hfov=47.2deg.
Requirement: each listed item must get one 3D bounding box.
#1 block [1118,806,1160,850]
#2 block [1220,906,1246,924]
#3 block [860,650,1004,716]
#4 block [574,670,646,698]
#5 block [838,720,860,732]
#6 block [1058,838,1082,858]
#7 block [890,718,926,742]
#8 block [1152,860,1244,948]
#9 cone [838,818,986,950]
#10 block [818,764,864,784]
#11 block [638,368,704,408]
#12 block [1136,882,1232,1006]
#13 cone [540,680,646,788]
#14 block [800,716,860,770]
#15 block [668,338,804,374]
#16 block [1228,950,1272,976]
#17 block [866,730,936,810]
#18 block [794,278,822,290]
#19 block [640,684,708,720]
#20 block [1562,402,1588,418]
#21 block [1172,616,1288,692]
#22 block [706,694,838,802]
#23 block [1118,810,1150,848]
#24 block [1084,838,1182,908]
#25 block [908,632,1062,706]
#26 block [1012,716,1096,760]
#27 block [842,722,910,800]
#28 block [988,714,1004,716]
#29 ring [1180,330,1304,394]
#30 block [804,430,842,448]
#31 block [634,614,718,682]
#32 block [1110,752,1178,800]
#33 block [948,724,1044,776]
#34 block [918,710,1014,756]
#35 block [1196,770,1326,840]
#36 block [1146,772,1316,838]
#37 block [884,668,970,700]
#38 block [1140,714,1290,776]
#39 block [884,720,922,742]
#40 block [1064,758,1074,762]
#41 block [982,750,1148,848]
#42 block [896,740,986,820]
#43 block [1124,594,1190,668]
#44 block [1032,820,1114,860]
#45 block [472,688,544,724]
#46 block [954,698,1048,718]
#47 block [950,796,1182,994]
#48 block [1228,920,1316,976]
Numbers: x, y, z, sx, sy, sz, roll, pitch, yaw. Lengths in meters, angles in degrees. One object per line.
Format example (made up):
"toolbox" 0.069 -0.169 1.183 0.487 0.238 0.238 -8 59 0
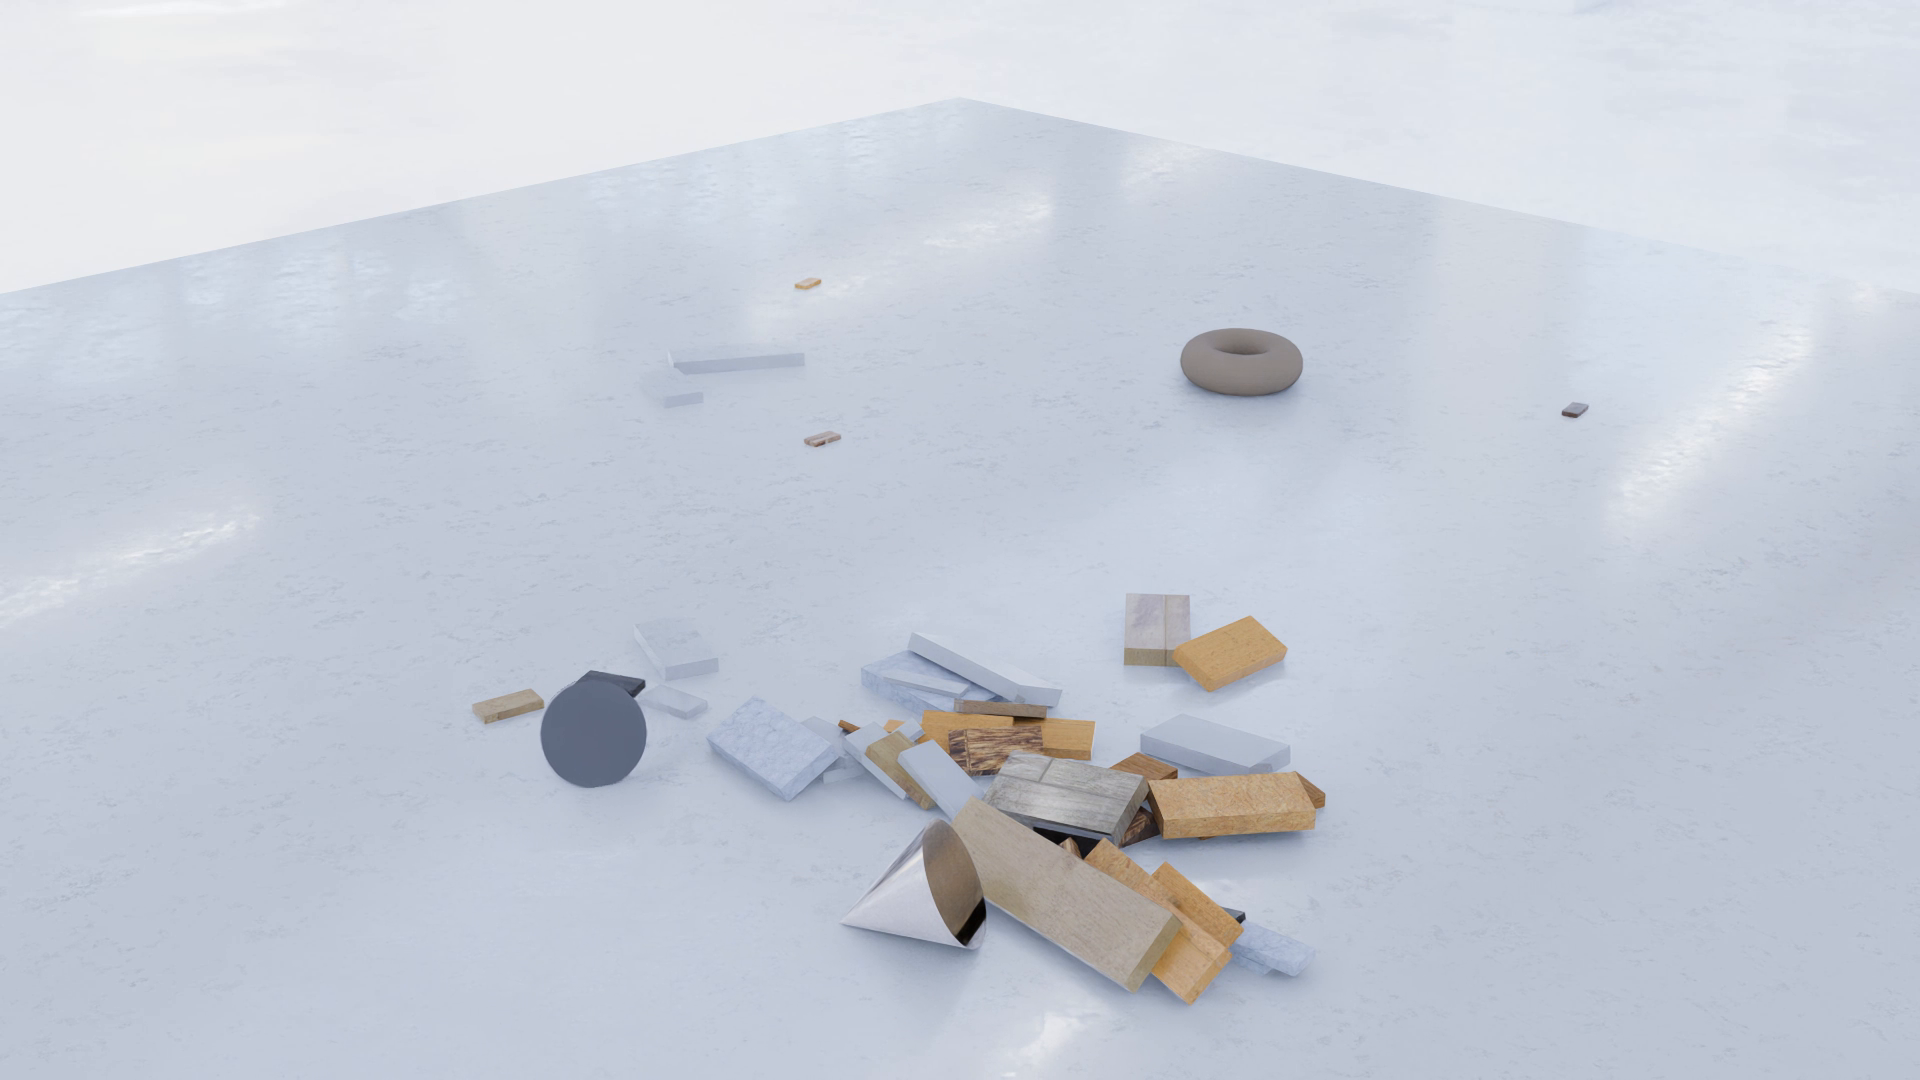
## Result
"block" 0.299 0.548 4.430 0.107 0.030 0.213 -15 27 -30
"block" 0.445 0.696 4.051 0.149 0.021 0.074 5 20 45
"block" -0.064 0.333 4.921 0.154 0.044 0.308 -19 30 -38
"block" -0.789 0.328 4.963 0.140 0.020 0.070 8 24 19
"block" -0.207 0.412 4.690 0.054 0.015 0.109 19 -8 38
"block" 0.200 0.637 4.152 0.079 0.022 0.157 -35 30 10
"block" -0.131 0.426 4.673 0.109 0.015 0.054 -36 31 -7
"block" 0.406 0.689 4.014 0.116 0.033 0.231 -45 35 -7
"cone" -0.118 0.668 4.044 0.247 0.247 0.247 -22 17 18
"block" -0.284 0.454 4.657 0.093 0.026 0.186 -11 25 -25
"block" -0.899 -0.473 6.830 0.126 0.036 0.253 -11 25 -23
"block" 0.367 0.717 3.921 0.116 0.033 0.231 -48 43 -7
"cone" -0.796 0.412 4.663 0.222 0.222 0.222 -9 -2 -20
"block" -0.275 0.428 4.650 0.186 0.026 0.093 19 29 37
"block" -0.723 -0.592 7.099 0.422 0.044 0.154 -6 24 -13
"block" 0.510 0.739 3.992 0.149 0.021 0.074 20 30 39
"block" -0.098 0.473 4.523 0.185 0.026 0.092 40 40 26
"block" -0.547 -0.924 7.921 0.050 0.014 0.100 13 26 27
"block" -0.637 0.360 4.887 0.140 0.020 0.070 15 27 32
"block" 1.866 -0.394 6.673 0.050 0.014 0.100 15 27 31
"block" 0.621 0.260 5.049 0.253 0.036 0.126 -19 50 -38
"block" -0.396 0.434 4.612 0.143 0.041 0.286 -41 39 -20
"block" 0.302 0.578 4.311 0.139 0.015 0.054 -34 39 -18
"block" 0.300 0.655 4.090 0.116 0.033 0.231 -47 36 -6
"block" 0.053 0.290 4.957 0.143 0.041 0.360 10 10 -46
"block" 0.189 0.422 4.703 0.194 0.027 0.097 4 36 8
"block" -0.148 0.458 4.568 0.186 0.026 0.093 38 40 26
"block" 0.084 0.391 4.788 0.047 0.013 0.094 6 32 -19
"ring" 0.887 -0.561 6.923 0.386 0.129 0.386 0 24 0
"block" -0.403 -0.296 6.441 0.100 0.014 0.050 -20 30 -39
"block" -0.663 0.250 5.125 0.126 0.036 0.253 -10 25 -22
"block" 0.333 0.499 4.467 0.107 0.030 0.213 20 31 40
"block" 0.077 0.442 4.613 0.196 0.027 0.097 -3 59 -4
"block" 0.013 0.418 4.674 0.193 0.027 0.097 4 58 10
"block" 0.586 0.537 4.457 0.298 0.030 0.107 -11 25 -25
"block" 0.539 0.528 4.383 0.305 0.043 0.153 -3 24 -7
"block" -0.075 0.319 4.881 0.191 0.013 0.047 11 25 25
"block" 0.537 0.439 4.634 0.286 0.041 0.143 14 24 42
"block" -0.110 0.414 4.764 0.109 0.015 0.054 7 24 16
"block" 0.181 0.475 4.573 0.108 0.054 0.015 -2 59 -4
"block" 0.206 0.513 4.384 0.305 0.043 0.153 8 47 33
"block" -0.035 0.489 4.488 0.092 0.026 0.184 -18 50 -40
"block" 0.467 0.211 5.207 0.154 0.044 0.308 2 23 4
"block" 0.218 0.598 4.251 0.158 0.079 0.022 9 25 20
"block" -1.000 0.368 4.868 0.140 0.020 0.070 -15 27 -31
"block" 0.086 0.363 4.745 0.185 0.026 0.092 5 -3 -12
"block" 0.165 0.647 4.068 0.549 0.043 0.153 25 73 45
"block" 0.556 0.733 3.952 0.148 0.021 0.074 17 28 35
